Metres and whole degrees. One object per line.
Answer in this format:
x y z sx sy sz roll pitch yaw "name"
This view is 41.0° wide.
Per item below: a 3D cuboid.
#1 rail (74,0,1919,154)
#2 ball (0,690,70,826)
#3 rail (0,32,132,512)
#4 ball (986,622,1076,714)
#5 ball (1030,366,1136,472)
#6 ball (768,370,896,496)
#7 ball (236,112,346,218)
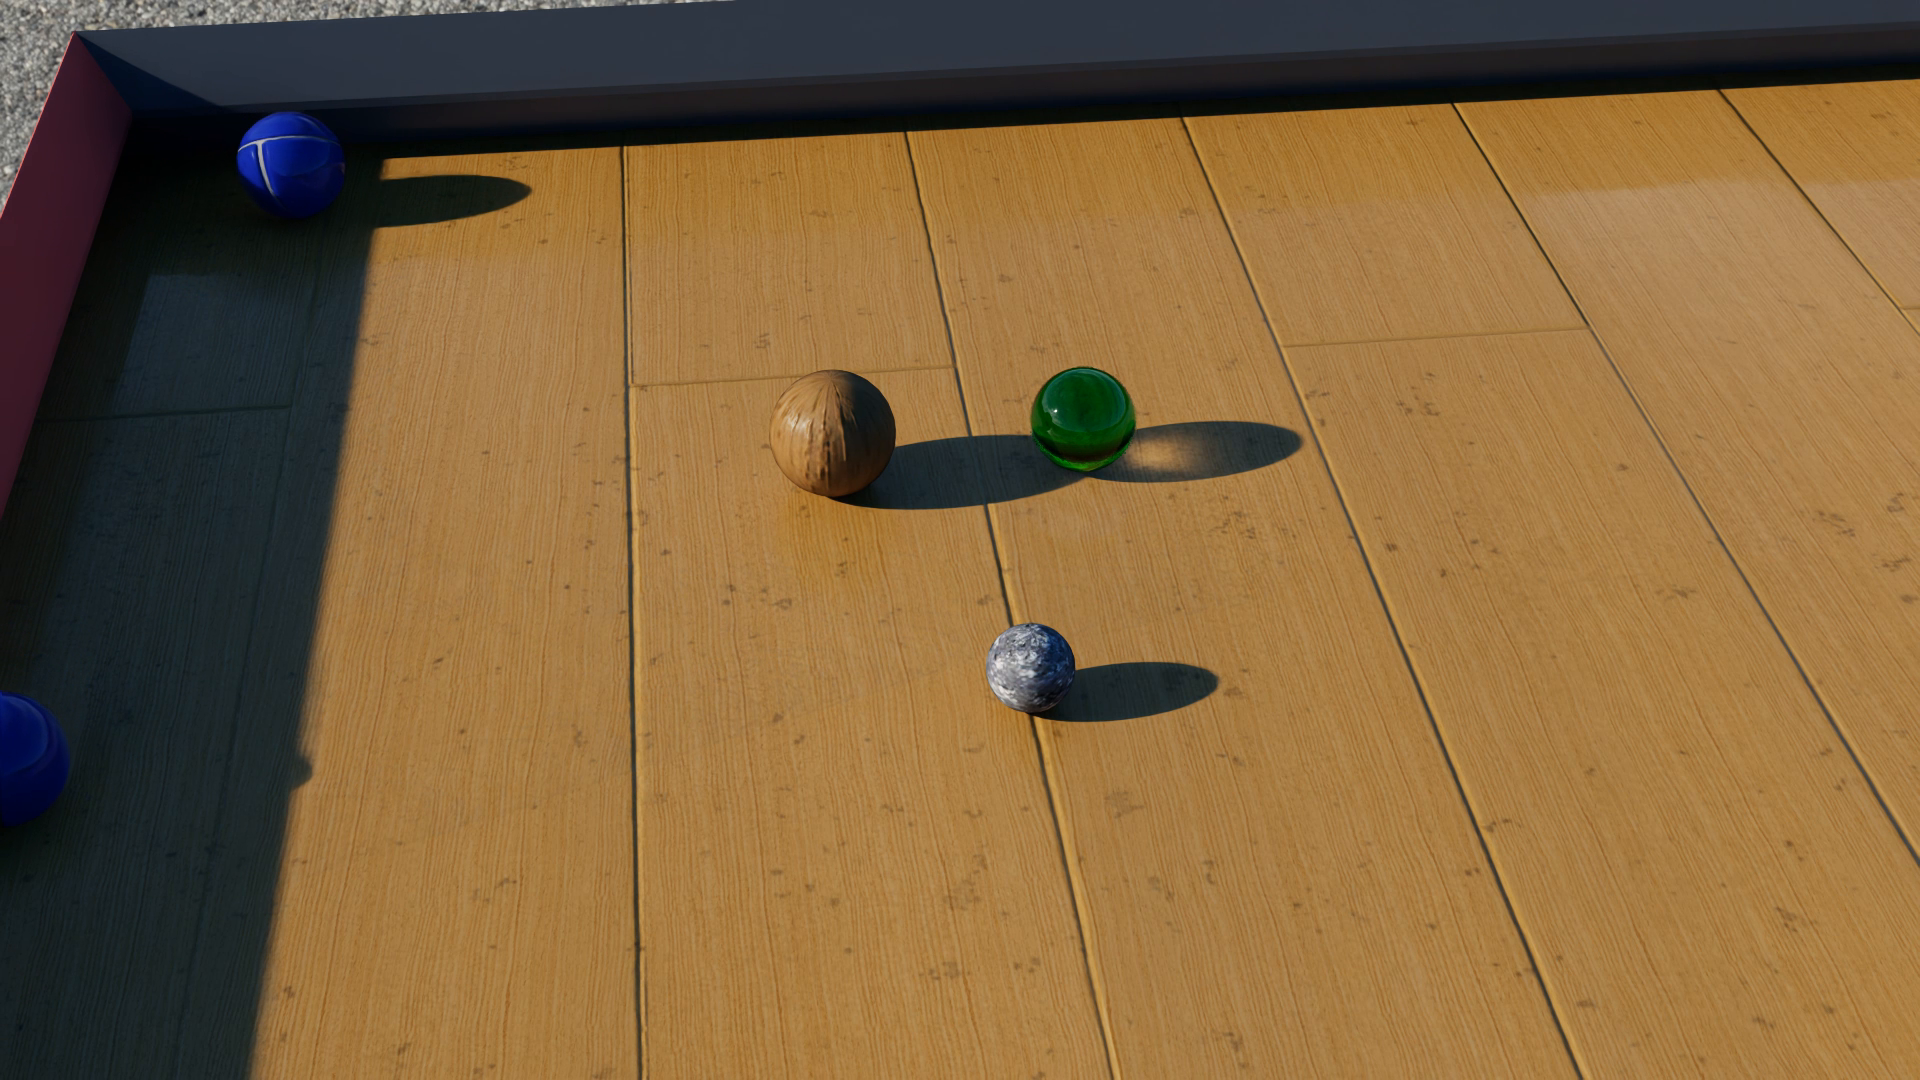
0.593 -0.462 2.321 2.708 0.116 0.045 -4 36 -5 "rail"
-0.572 0.130 1.525 0.080 0.080 0.080 0 36 0 "ball"
-0.649 0.027 1.636 0.045 0.116 1.435 -4 36 -5 "rail"
0.044 0.080 1.614 0.057 0.057 0.057 0 36 0 "ball"
0.088 -0.086 1.832 0.075 0.075 0.075 0 36 0 "ball"
-0.090 -0.075 1.804 0.090 0.090 0.090 0 36 0 "ball"
-0.558 -0.313 2.138 0.088 0.088 0.088 0 36 0 "ball"
